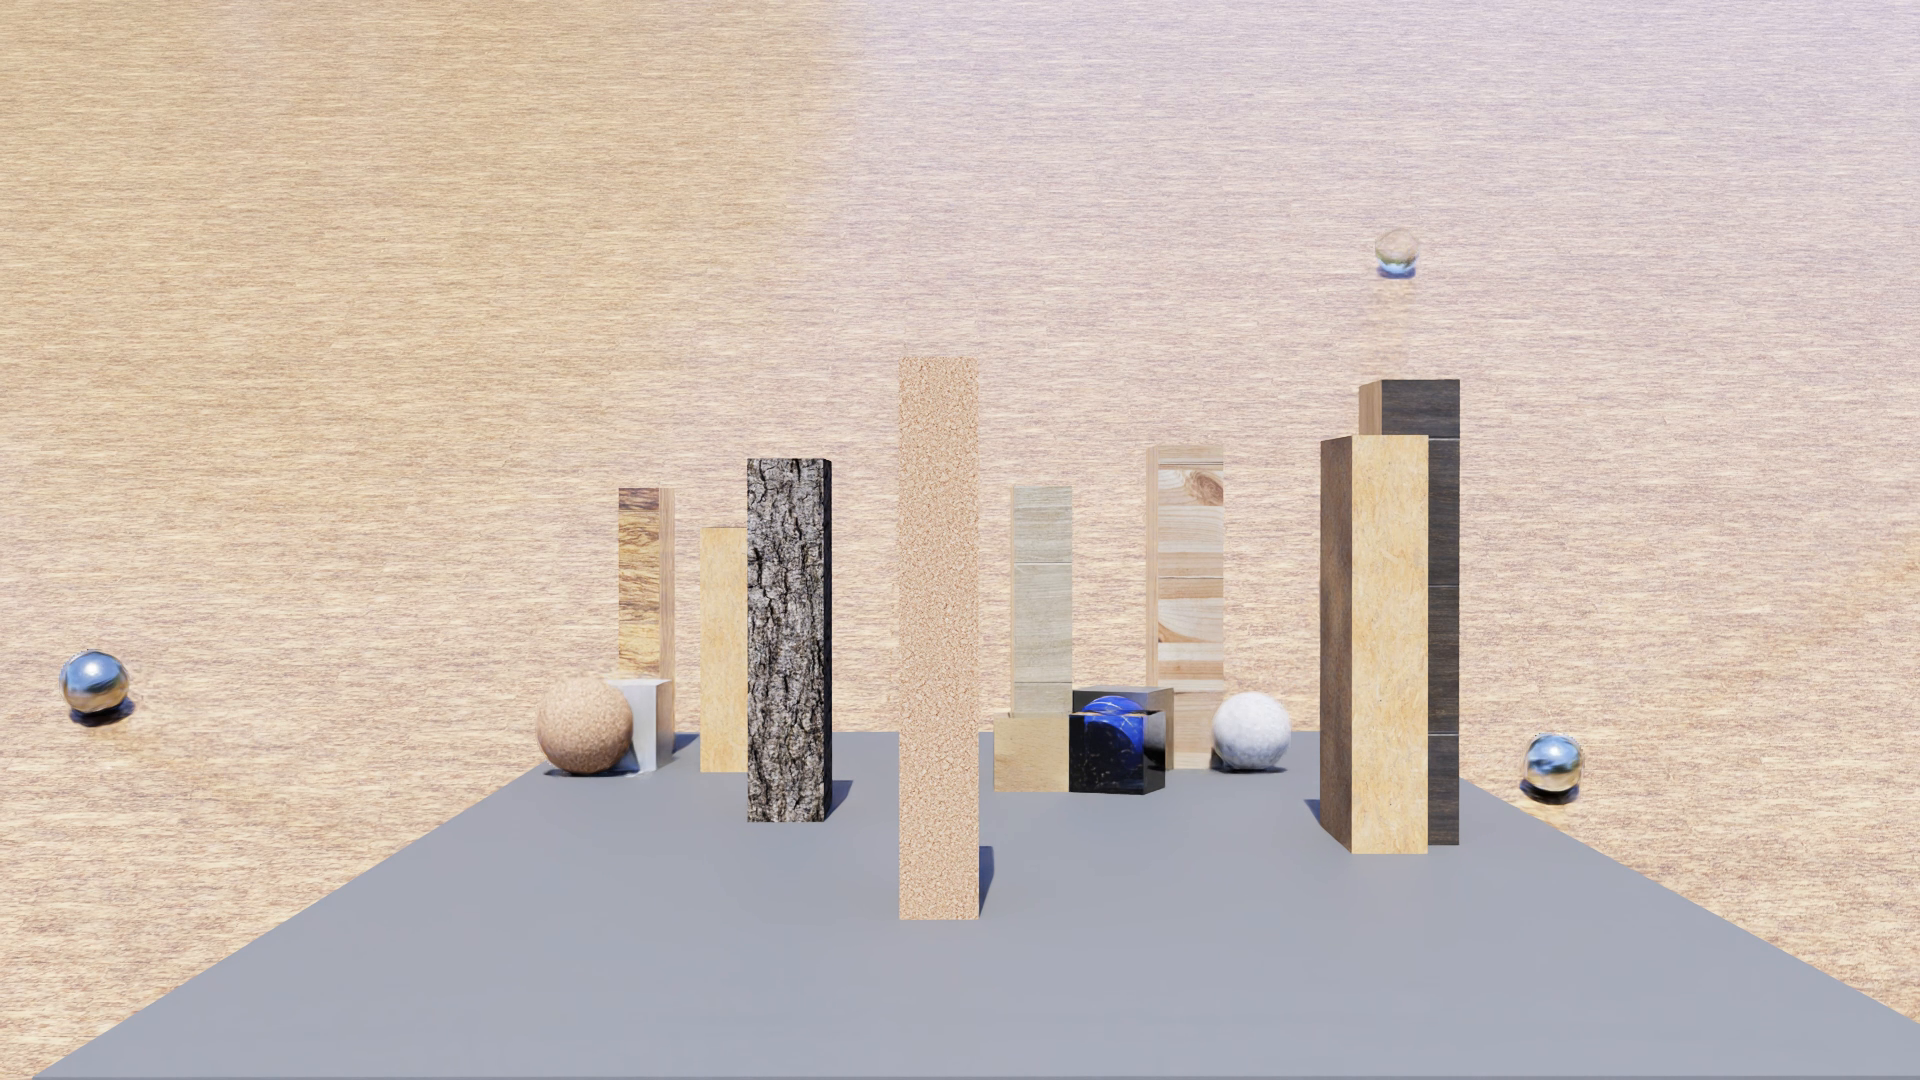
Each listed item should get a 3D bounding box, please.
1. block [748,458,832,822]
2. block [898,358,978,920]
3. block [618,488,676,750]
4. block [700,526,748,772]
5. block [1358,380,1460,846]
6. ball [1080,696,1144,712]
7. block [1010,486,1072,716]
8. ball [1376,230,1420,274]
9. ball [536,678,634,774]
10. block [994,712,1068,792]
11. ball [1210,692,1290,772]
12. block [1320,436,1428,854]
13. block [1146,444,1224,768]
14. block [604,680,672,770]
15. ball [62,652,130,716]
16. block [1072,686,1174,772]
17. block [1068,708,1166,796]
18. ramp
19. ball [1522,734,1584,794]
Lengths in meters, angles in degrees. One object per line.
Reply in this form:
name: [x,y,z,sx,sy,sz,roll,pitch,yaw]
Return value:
block: [-0.318,0.181,4.861,0.139,0.663,0.320,0,1,0]
block: [-0.029,0.135,3.741,0.110,0.782,0.306,0,1,0]
block: [-0.724,0.189,5.986,0.091,0.618,0.325,0,1,0]
block: [-0.510,0.236,5.726,0.105,0.529,0.274,0,1,0]
block: [0.779,0.121,4.497,0.132,0.789,0.251,0,1,0]
ball: [0.322,0.415,5.419,0.178,0.178,0.178,0,28,0]
block: [0.172,0.194,5.546,0.120,0.617,0.398,0,1,0]
ball: [1.621,-1.068,9.566,0.162,0.162,0.162,0,28,0]
ball: [-0.803,0.399,5.538,0.208,0.208,0.208,0,28,0]
block: [0.143,0.432,5.275,0.149,0.149,0.149,0,1,0]
ball: [0.629,0.416,5.594,0.172,0.172,0.172,0,28,0]
block: [0.710,0.171,4.457,0.125,0.692,0.375,0,1,0]
block: [0.505,0.144,5.844,0.143,0.710,0.368,0,1,0]
block: [-0.747,0.408,5.731,0.186,0.186,0.186,0,1,5]
ball: [-2.282,0.380,6.820,0.170,0.170,0.170,0,28,0]
block: [0.350,0.412,5.601,0.180,0.180,0.180,0,1,23]
block: [0.320,0.429,5.241,0.156,0.156,0.156,0,1,21]
ramp: [0.063,0.565,4.605,2.000,0.100,4.000,0,1,0]
ball: [1.490,0.564,6.491,0.152,0.152,0.152,0,28,0]
